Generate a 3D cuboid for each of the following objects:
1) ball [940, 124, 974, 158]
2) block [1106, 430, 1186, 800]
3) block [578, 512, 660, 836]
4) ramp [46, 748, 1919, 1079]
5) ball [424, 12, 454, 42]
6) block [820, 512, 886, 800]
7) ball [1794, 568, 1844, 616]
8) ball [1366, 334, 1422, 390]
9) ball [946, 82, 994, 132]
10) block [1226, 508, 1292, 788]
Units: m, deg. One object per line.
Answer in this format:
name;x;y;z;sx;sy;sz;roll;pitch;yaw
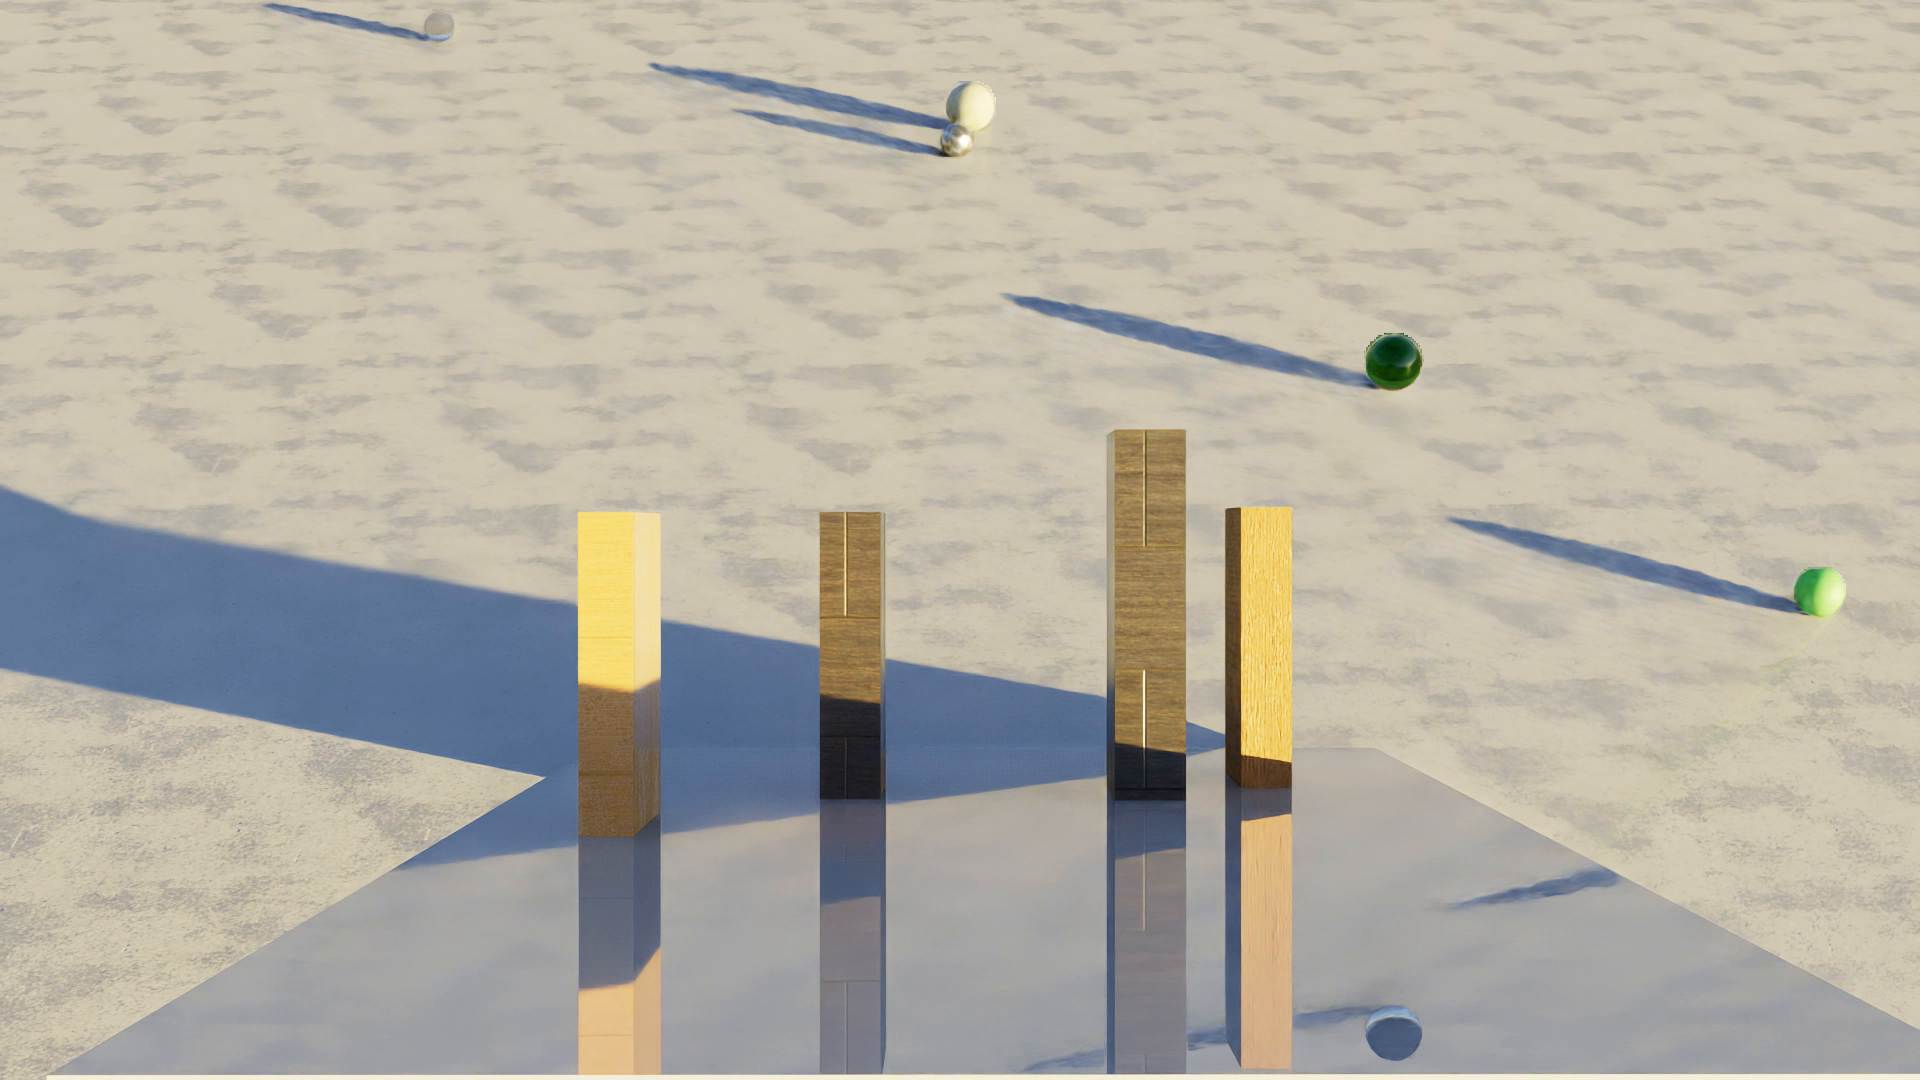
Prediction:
ball;-0.011;-1.621;10.496;0.138;0.138;0.138;0;29;0
block;0.393;0.154;5.485;0.147;0.765;0.295;0;0;0
block;-0.645;0.244;4.925;0.100;0.591;0.432;0;0;0
ramp;0.066;0.590;4.642;2.000;0.100;4.000;0;0;0
ball;-2.367;-2.333;11.759;0.137;0.137;0.137;0;29;0
block;-0.228;0.239;5.557;0.126;0.596;0.389;0;0;0
ball;2.445;0.149;7.361;0.138;0.138;0.138;0;29;0
ball;1.445;-0.591;8.623;0.186;0.186;0.186;0;29;0
ball;0.042;-1.798;10.744;0.203;0.203;0.203;0;29;0
block;0.663;0.232;5.762;0.110;0.608;0.336;0;0;0
